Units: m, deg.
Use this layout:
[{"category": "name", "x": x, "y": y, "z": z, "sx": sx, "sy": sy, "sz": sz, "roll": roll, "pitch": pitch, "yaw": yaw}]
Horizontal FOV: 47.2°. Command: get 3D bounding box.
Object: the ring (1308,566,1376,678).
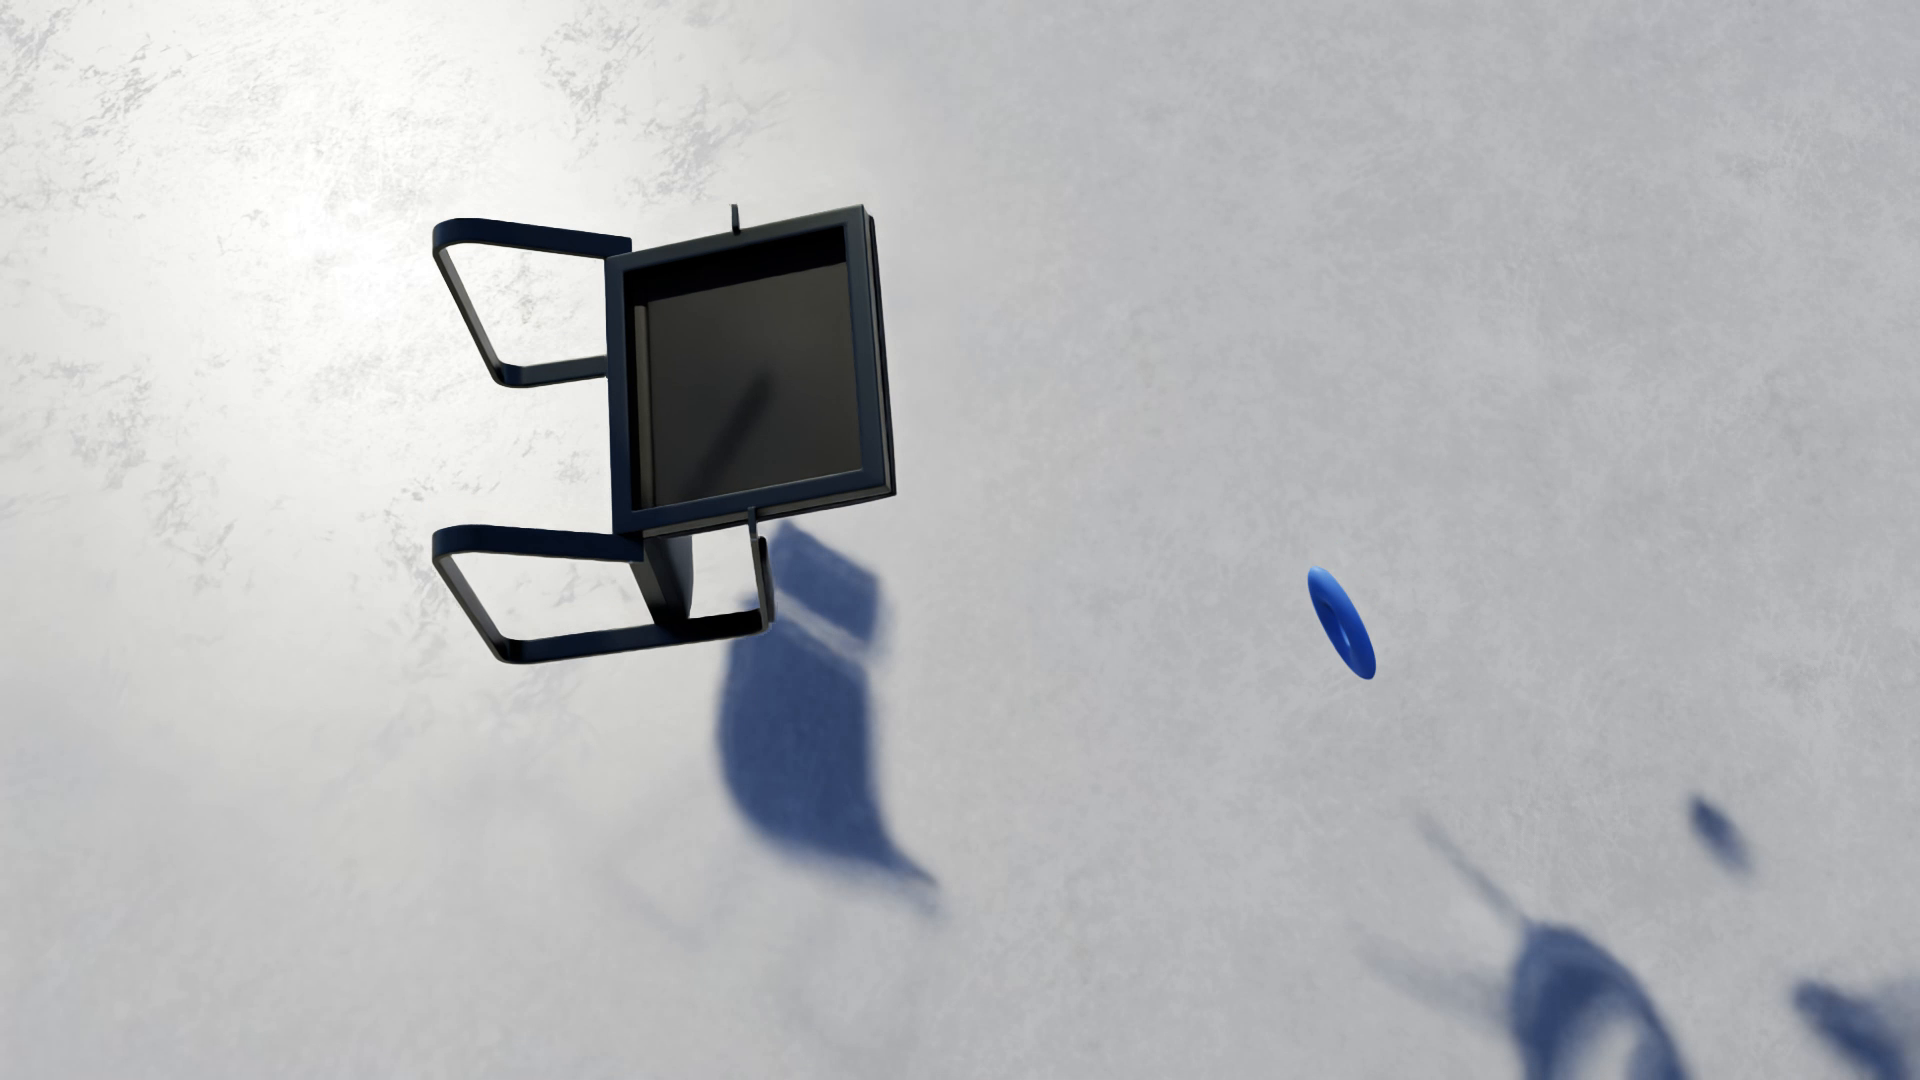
[{"category": "ring", "x": 0.682, "y": 0.149, "z": 3.925, "sx": 0.039, "sy": 0.086, "sz": 0.242, "roll": -36, "pitch": 108, "yaw": -23}]
